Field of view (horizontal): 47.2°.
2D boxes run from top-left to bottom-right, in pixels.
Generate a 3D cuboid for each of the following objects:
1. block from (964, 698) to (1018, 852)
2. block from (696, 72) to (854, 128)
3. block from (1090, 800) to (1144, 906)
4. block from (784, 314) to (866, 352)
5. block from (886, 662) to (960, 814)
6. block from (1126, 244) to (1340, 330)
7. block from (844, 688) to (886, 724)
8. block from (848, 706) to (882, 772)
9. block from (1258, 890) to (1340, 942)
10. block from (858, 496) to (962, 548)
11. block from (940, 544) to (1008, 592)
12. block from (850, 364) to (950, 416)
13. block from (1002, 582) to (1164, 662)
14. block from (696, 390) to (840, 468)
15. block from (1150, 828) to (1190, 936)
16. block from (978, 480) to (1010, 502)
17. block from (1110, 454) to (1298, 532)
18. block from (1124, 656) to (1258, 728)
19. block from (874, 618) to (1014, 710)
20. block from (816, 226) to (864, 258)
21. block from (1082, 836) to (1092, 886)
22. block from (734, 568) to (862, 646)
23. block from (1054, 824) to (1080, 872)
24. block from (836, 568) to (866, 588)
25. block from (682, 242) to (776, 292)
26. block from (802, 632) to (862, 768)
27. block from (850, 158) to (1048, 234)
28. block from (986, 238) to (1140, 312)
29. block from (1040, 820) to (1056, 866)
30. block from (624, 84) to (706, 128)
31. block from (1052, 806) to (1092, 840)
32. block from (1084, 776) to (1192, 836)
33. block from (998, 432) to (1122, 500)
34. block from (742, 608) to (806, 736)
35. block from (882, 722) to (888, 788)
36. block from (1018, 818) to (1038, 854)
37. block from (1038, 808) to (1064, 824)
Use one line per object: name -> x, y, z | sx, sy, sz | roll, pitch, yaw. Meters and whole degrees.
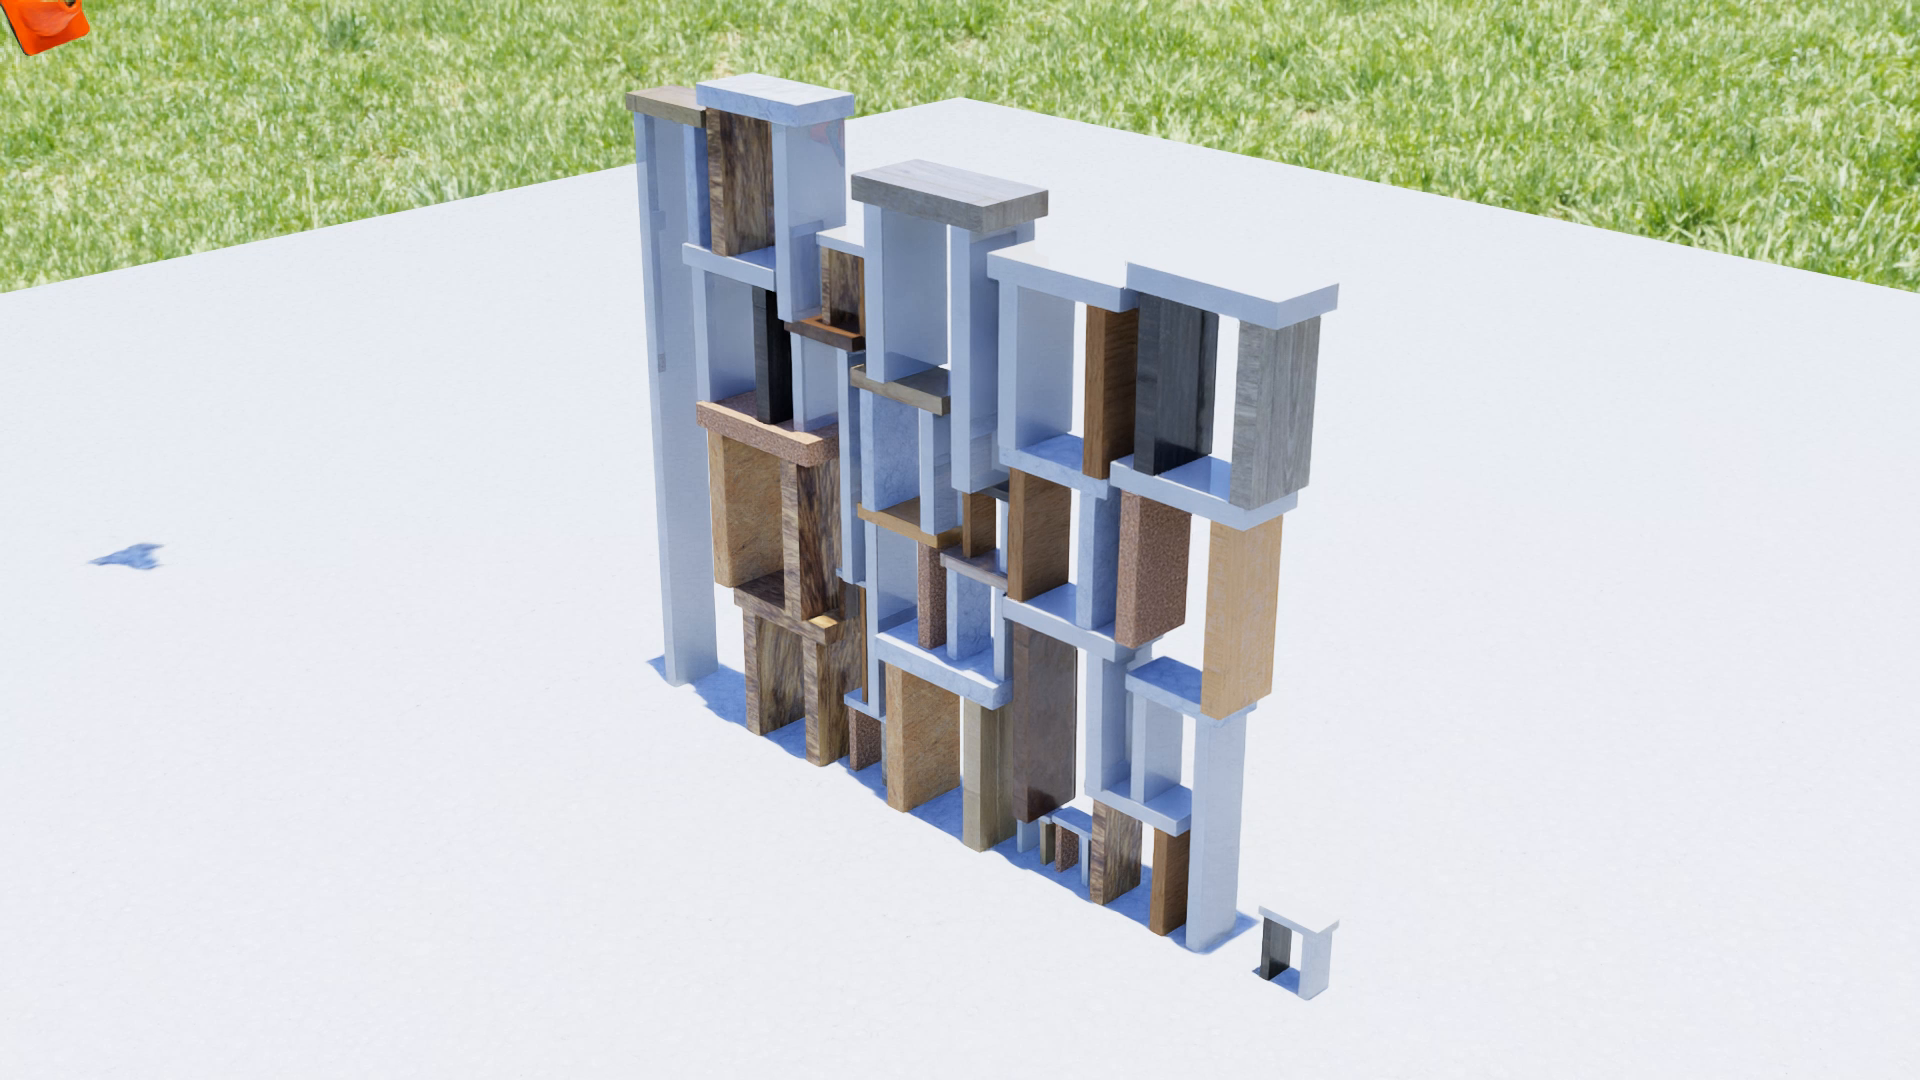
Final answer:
block -> 0.080, 0.435, 4.317 | 0.046, 0.327, 0.163 | 21, 31, 41
block -> -0.359, -0.853, 4.255 | 0.295, 0.042, 0.148 | 21, 31, 40
block -> 0.296, 0.568, 4.138 | 0.110, 0.221, 0.031 | -21, 31, -41
block -> -0.240, -0.414, 4.304 | 0.103, 0.029, 0.205 | -20, 30, -40
block -> -0.074, 0.375, 4.458 | 0.163, 0.327, 0.046 | -21, 31, -41
block -> 0.440, -0.415, 3.576 | 0.157, 0.044, 0.314 | -21, 31, -40
block -> -0.163, 0.341, 4.552 | 0.148, 0.021, 0.074 | 21, 31, 41
block -> -0.198, 0.405, 4.617 | 0.074, 0.148, 0.021 | -21, 31, -41
block -> 0.594, 0.660, 3.856 | 0.128, 0.018, 0.064 | 21, 31, 41
block -> -0.084, -0.045, 4.299 | 0.223, 0.032, 0.112 | 21, 31, 41
block -> 0.062, 0.049, 4.173 | 0.189, 0.027, 0.095 | 21, 31, 40
block -> -0.078, -0.297, 4.174 | 0.248, 0.035, 0.124 | 21, 31, 41
block -> 0.224, 0.142, 4.029 | 0.275, 0.039, 0.137 | 21, 31, 40
block -> -0.364, -0.238, 4.514 | 0.347, 0.049, 0.174 | 21, 31, 41
block -> 0.400, 0.609, 4.042 | 0.110, 0.221, 0.031 | -21, 32, -41
block -> 0.070, -0.104, 4.108 | 0.142, 0.020, 0.071 | 21, 31, 41
block -> 0.413, -0.094, 3.735 | 0.146, 0.041, 0.292 | -21, 31, -40
block -> 0.409, 0.268, 3.896 | 0.107, 0.030, 0.214 | -21, 31, -40
block -> 0.003, 0.234, 4.314 | 0.327, 0.046, 0.163 | 21, 31, 40
block -> -0.194, -0.568, 4.200 | 0.078, 0.022, 0.157 | -21, 31, -40
block -> 0.256, 0.605, 4.203 | 0.015, 0.104, 0.052 | 21, 31, 41
block -> -0.327, 0.138, 4.633 | 0.146, 0.041, 0.292 | -21, 31, -41
block -> 0.207, 0.586, 4.247 | 0.015, 0.103, 0.052 | 21, 31, 41
block -> -0.203, 0.073, 4.472 | 0.048, 0.014, 0.095 | -21, 31, -40
block -> -0.414, -0.564, 4.435 | 0.286, 0.041, 0.143 | 21, 31, 41
block -> -0.258, 0.319, 4.635 | 0.041, 0.292, 0.146 | 21, 31, 41
block -> -0.021, -0.625, 3.976 | 0.338, 0.048, 0.169 | 21, 31, 40
block -> 0.210, -0.460, 3.797 | 0.305, 0.043, 0.153 | 21, 30, 40
block -> 0.177, 0.580, 4.271 | 0.047, 0.095, 0.013 | -21, 30, -40
block -> -0.554, -0.880, 4.454 | 0.123, 0.035, 0.246 | -21, 31, -40
block -> 0.232, 0.541, 4.202 | 0.103, 0.015, 0.052 | 21, 31, 41
block -> 0.348, 0.473, 4.041 | 0.110, 0.031, 0.221 | -22, 31, -40
block -> 0.208, -0.139, 3.926 | 0.259, 0.037, 0.130 | 21, 31, 40
block -> -0.396, 0.265, 4.762 | 0.041, 0.292, 0.146 | 21, 31, 41
block -> -0.128, 0.432, 4.553 | 0.074, 0.148, 0.021 | -21, 31, -41
block -> 0.133, 0.563, 4.313 | 0.047, 0.094, 0.013 | -21, 31, -41
block -> 0.155, 0.521, 4.273 | 0.047, 0.013, 0.094 | -21, 31, -40
